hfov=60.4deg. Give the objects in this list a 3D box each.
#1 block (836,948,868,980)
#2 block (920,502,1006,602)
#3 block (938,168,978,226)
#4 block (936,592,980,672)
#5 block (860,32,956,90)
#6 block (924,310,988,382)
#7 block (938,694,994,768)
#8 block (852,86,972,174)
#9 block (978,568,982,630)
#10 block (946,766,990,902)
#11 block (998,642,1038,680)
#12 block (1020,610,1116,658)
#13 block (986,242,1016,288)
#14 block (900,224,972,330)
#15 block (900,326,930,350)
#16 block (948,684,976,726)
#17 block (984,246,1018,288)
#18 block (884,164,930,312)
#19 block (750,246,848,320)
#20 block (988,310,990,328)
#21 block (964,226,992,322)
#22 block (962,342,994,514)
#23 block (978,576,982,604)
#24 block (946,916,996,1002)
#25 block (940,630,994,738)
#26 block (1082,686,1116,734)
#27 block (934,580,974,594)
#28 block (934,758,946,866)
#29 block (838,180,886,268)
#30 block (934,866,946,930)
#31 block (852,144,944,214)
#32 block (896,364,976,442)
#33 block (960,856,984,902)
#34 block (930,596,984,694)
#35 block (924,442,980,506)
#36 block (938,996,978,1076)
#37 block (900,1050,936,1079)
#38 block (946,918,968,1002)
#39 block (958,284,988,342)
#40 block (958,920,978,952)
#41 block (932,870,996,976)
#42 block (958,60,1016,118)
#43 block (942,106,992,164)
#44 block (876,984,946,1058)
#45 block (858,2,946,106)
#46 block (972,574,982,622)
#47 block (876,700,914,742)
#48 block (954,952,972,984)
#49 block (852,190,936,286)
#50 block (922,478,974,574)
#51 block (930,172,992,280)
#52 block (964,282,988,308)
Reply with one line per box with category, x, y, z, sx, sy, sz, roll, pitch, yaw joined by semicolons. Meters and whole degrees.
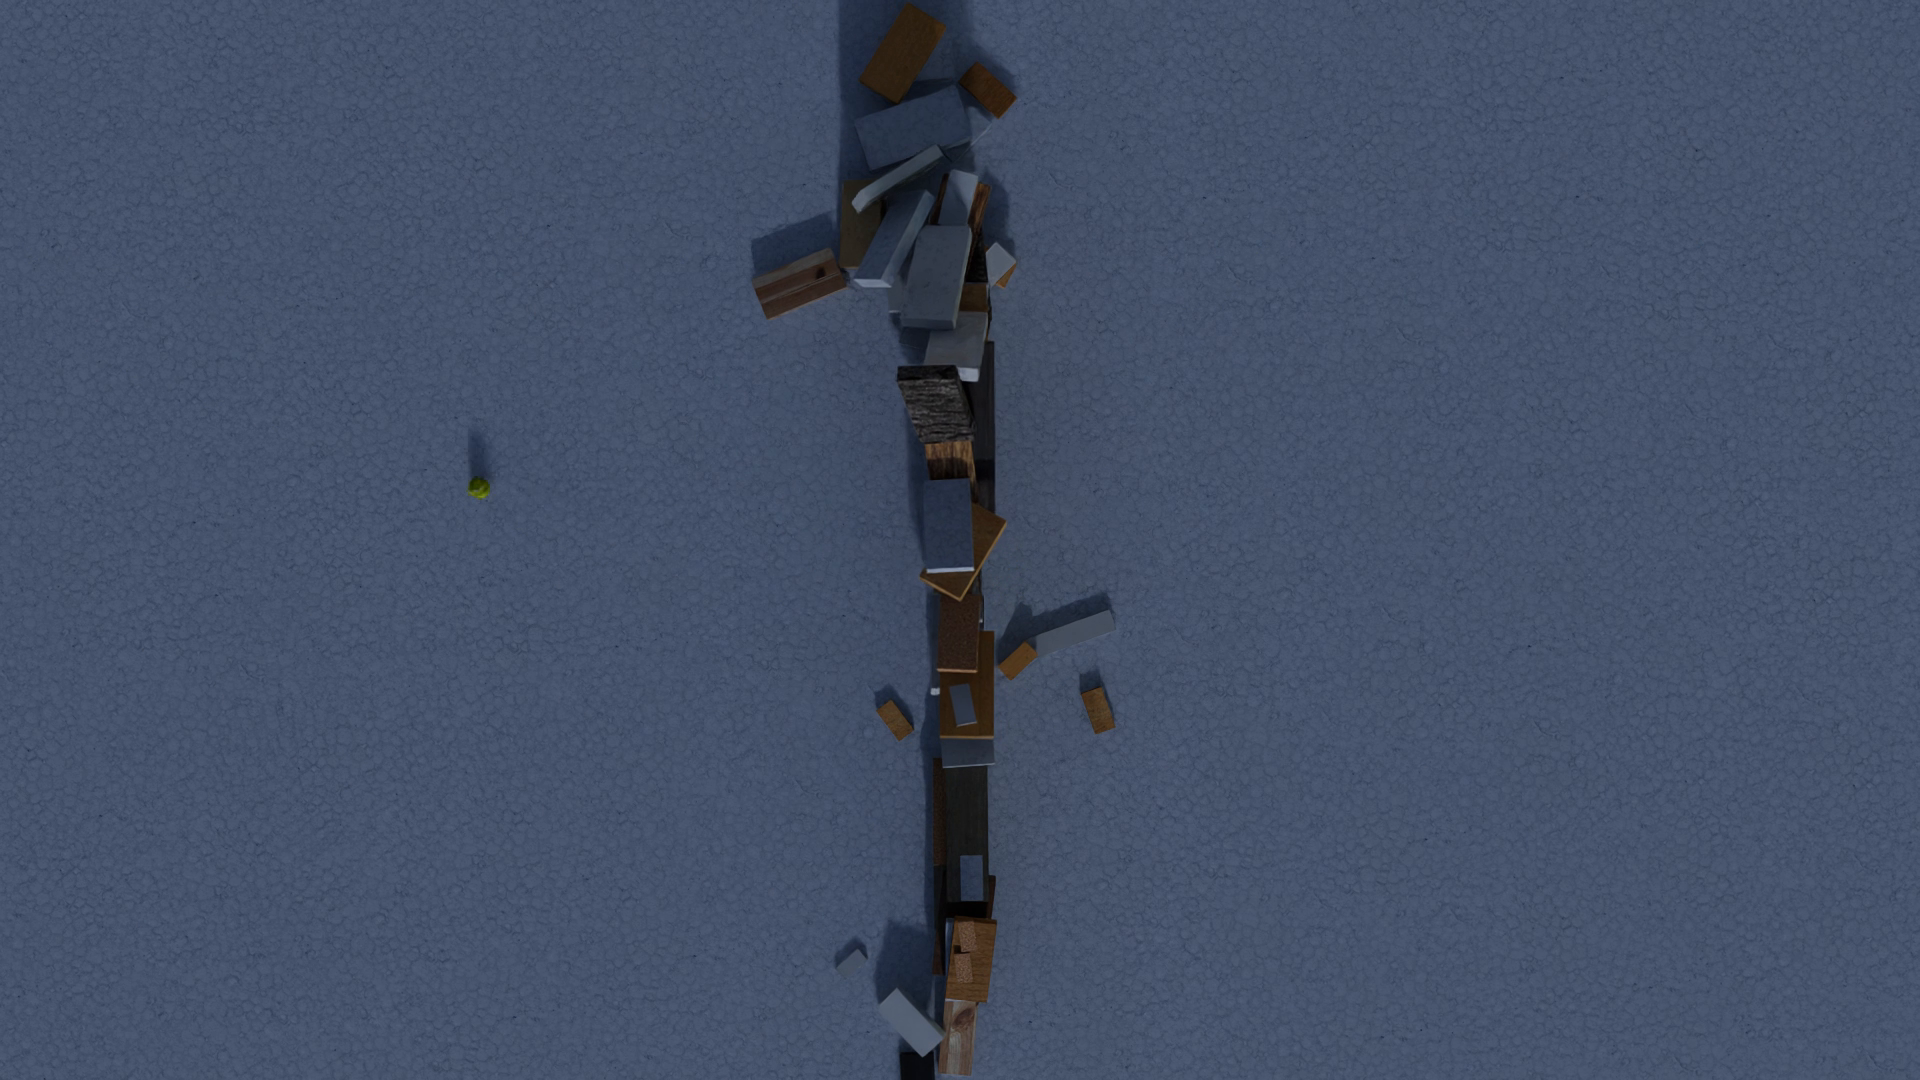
block;-0.361;1.412;5.493;0.101;0.014;0.050;-42;90;0
block;0.010;0.032;5.242;0.149;0.042;0.297;28;74;10
block;-0.006;-1.092;5.297;0.090;0.026;0.181;15;105;4
block;-0.004;0.292;5.196;0.123;0.035;0.247;2;71;2
block;-0.174;-1.592;5.479;0.301;0.043;0.150;-6;90;0
block;-0.012;-0.607;5.136;0.167;0.334;0.047;3;129;4
block;0.017;0.570;5.413;0.171;0.048;0.341;-4;76;0
block;-0.154;-1.349;5.432;0.356;0.050;0.178;-19;87;-1
block;0.010;0.187;5.359;0.121;0.034;0.242;-1;71;0
block;0.023;0.917;5.383;0.136;0.039;0.516;0;77;-2
block;0.193;0.401;5.476;0.127;0.018;0.063;-44;85;11
block;0.359;0.317;5.490;0.316;0.020;0.072;-20;90;0
block;0.088;-0.886;5.455;0.094;0.027;0.189;45;105;-5
block;-0.074;-0.837;5.233;0.167;0.047;0.366;5;63;11
block;-0.132;-0.734;5.487;0.094;0.027;0.189;15;90;0
block;0.009;0.519;5.194;0.063;0.018;0.127;-11;71;-4
block;0.086;-0.923;5.487;0.189;0.027;0.095;28;90;0
block;-0.174;-1.074;5.464;0.143;0.041;0.637;-2;87;0
block;-0.535;-0.851;5.480;0.286;0.041;0.143;-23;90;0
block;0.002;-0.582;5.414;0.171;0.049;0.343;3;110;0
block;0.010;-0.871;5.432;0.158;0.045;0.315;-5;103;9
block;0.022;-0.318;5.315;0.178;0.050;0.644;-1;110;0
block;0.016;0.122;5.321;0.091;0.026;0.182;-5;71;0
block;0.035;1.353;5.323;0.136;0.039;0.273;6;102;-1
block;0.023;0.460;5.250;0.171;0.048;0.341;0;71;0
block;0.460;0.567;5.490;0.072;0.020;0.143;-20;90;0
block;-0.014;0.053;5.277;0.123;0.035;0.247;3;71;3
block;-0.001;0.894;5.437;0.173;0.049;0.347;0;77;0
block;-0.321;-1.044;5.453;0.143;0.041;0.286;3;90;23
block;0.000;1.115;5.475;0.173;0.049;0.346;-1;90;0
block;-0.204;-1.169;5.343;0.301;0.150;0.043;-35;95;-15
block;-0.069;-0.418;5.102;0.178;0.355;0.050;-1;62;12
block;0.037;1.089;5.314;0.072;0.020;0.143;-1;77;-2
block;-0.007;0.341;5.381;0.171;0.048;0.341;0;58;0
block;-0.021;-0.181;5.315;0.148;0.042;0.297;-7;110;2
block;0.007;1.508;5.430;0.112;0.032;0.535;5;102;-1
block;-0.138;1.818;5.484;0.112;0.032;0.223;-3;90;0
block;0.021;1.365;5.365;0.136;0.039;0.273;1;102;0
block;0.003;-0.649;5.319;0.171;0.049;0.343;-1;98;0
block;0.024;1.266;5.278;0.050;0.014;0.101;-7;102;1
block;0.012;1.266;5.421;0.173;0.049;0.346;6;102;-1
block;0.092;-1.497;5.487;0.181;0.026;0.090;42;90;0
block;0.010;-1.349;5.487;0.090;0.026;0.181;44;90;0
block;-0.161;1.590;5.451;0.223;0.032;0.112;45;111;8
block;-0.189;-1.600;5.436;0.150;0.043;0.301;32;90;0
block;-0.002;0.147;5.281;0.123;0.035;0.247;-5;71;0
block;-0.216;0.600;5.491;0.063;0.018;0.127;-37;90;0
block;0.011;1.373;5.300;0.050;0.014;0.101;-6;102;1
block;-0.213;-0.975;5.336;0.047;0.167;0.334;33;77;-35
block;-0.037;-0.046;5.226;0.149;0.042;0.297;-3;71;1
block;-0.017;-1.016;5.354;0.157;0.045;0.315;18;105;3
block;0.009;-0.688;5.424;0.157;0.045;0.315;2;110;0
